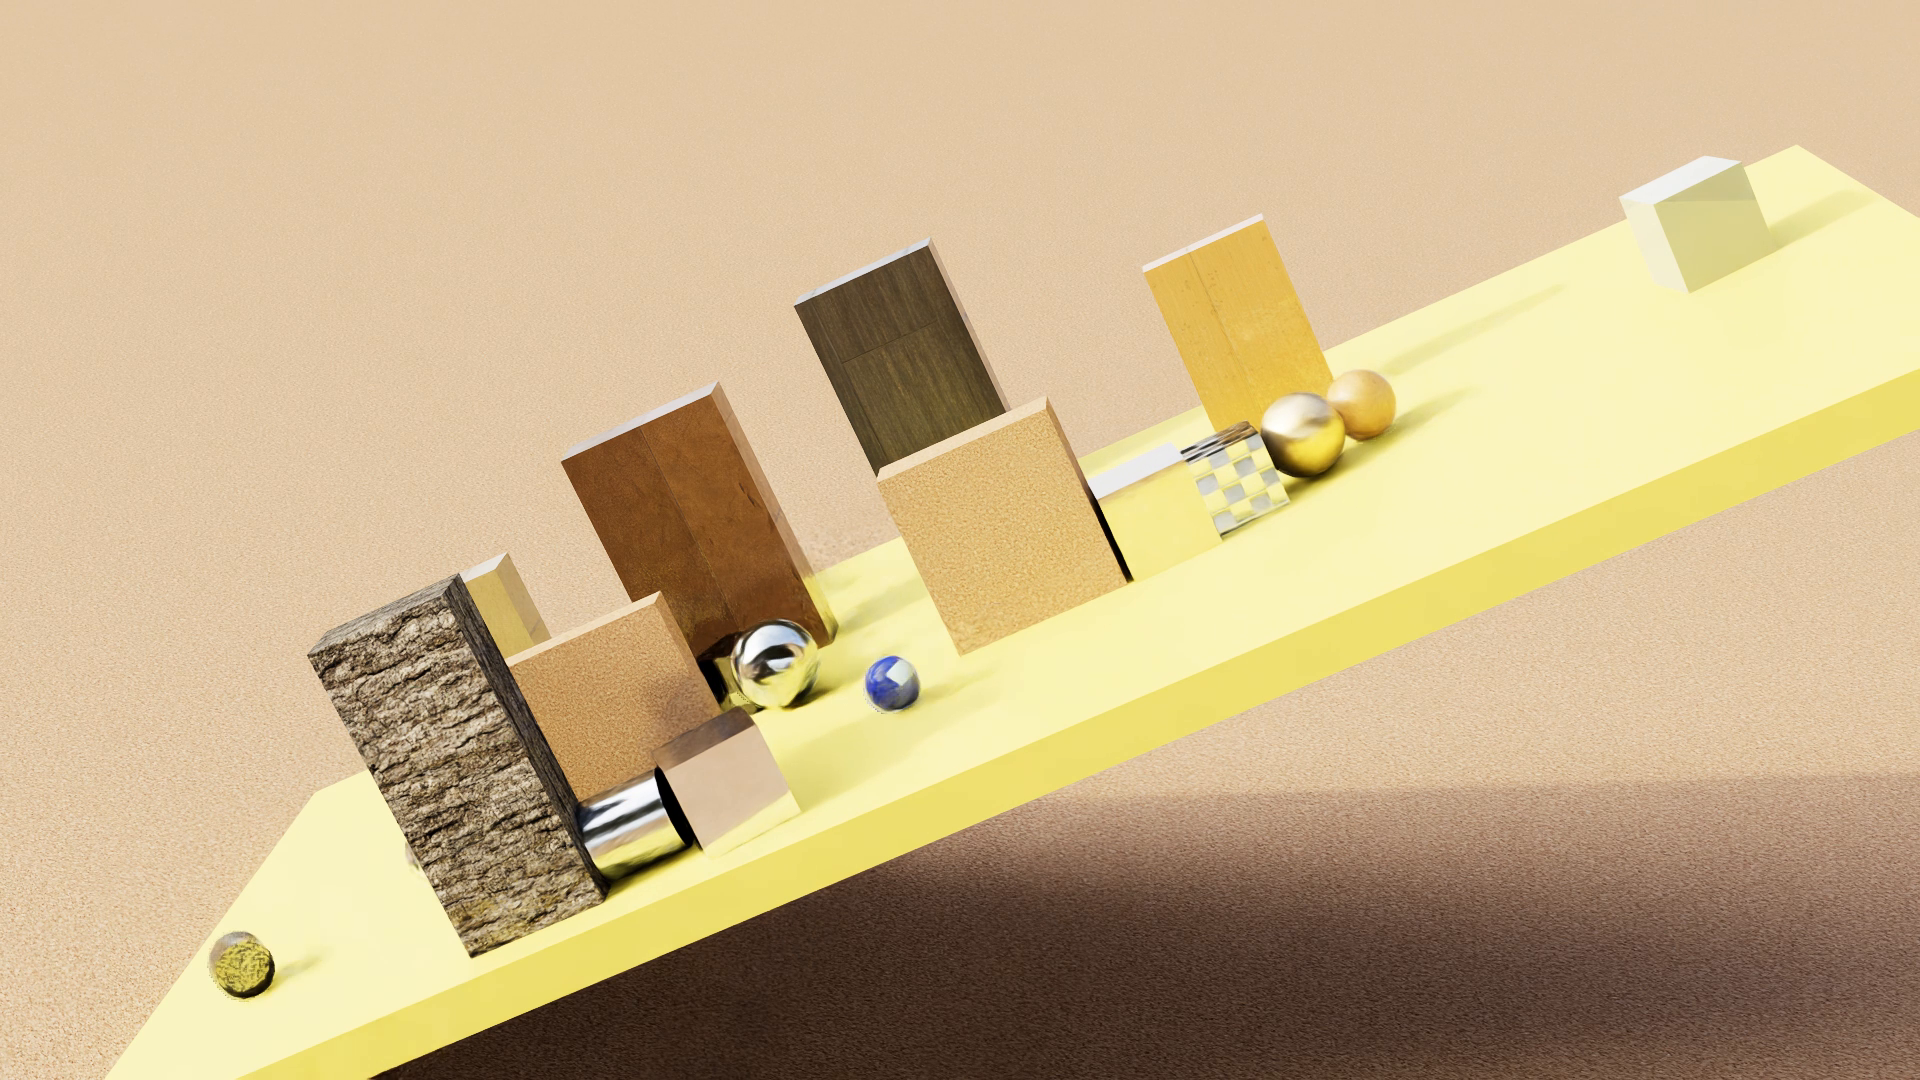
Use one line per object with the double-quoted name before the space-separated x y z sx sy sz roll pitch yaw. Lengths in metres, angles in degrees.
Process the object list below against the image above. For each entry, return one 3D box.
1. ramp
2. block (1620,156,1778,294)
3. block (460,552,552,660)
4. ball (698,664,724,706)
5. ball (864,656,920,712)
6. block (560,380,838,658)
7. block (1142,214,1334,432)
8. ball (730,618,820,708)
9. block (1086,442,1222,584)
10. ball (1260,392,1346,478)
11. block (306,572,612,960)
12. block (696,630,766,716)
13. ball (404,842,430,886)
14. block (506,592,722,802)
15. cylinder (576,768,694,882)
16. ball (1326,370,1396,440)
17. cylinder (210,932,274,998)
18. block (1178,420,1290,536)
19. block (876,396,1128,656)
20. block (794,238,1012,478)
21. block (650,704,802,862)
"ramp" 0.134 0.169 6.283 4.000 0.100 2.000 -24 13 9
"block" 1.557 -0.668 6.213 0.206 0.206 0.206 -26 13 -2
"block" -0.991 0.322 6.412 0.247 0.521 0.137 -24 13 9
"ball" -0.584 0.336 6.476 0.125 0.125 0.125 0 16 0
"ball" -0.134 0.286 5.852 0.113 0.113 0.113 0 16 0
"block" -0.582 0.010 6.625 0.373 0.628 0.138 -24 13 9
"block" 0.634 -0.459 6.575 0.288 0.454 0.082 -24 13 9
"ball" -0.393 0.261 6.253 0.191 0.191 0.191 0 16 0
"block" 0.397 -0.058 6.027 0.194 0.194 0.194 -25 13 2
"ball" 0.710 -0.218 6.098 0.179 0.179 0.179 0 16 0
"block" -0.937 0.429 5.567 0.285 0.665 0.147 -24 13 9
"block" -0.473 0.291 6.406 0.143 0.143 0.143 -13 18 43
"ball" -1.085 0.650 6.133 0.147 0.147 0.147 0 16 0
"block" -0.683 0.383 5.785 0.415 0.435 0.080 -24 13 9
"cylinder" -0.623 0.545 5.633 0.167 0.167 0.167 -24 15 5
"ball" 0.841 -0.283 6.173 0.151 0.151 0.151 0 16 0
"cylinder" -1.475 0.872 6.043 0.117 0.117 0.117 -6 6 -21
"block" 0.562 -0.129 6.064 0.163 0.163 0.163 -25 13 2
"block" 0.088 -0.028 6.020 0.377 0.403 0.123 -24 13 9
"block" -0.091 -0.343 7.016 0.349 0.662 0.119 -24 13 9
"block" -0.446 0.459 5.577 0.194 0.194 0.194 -28 13 -9
